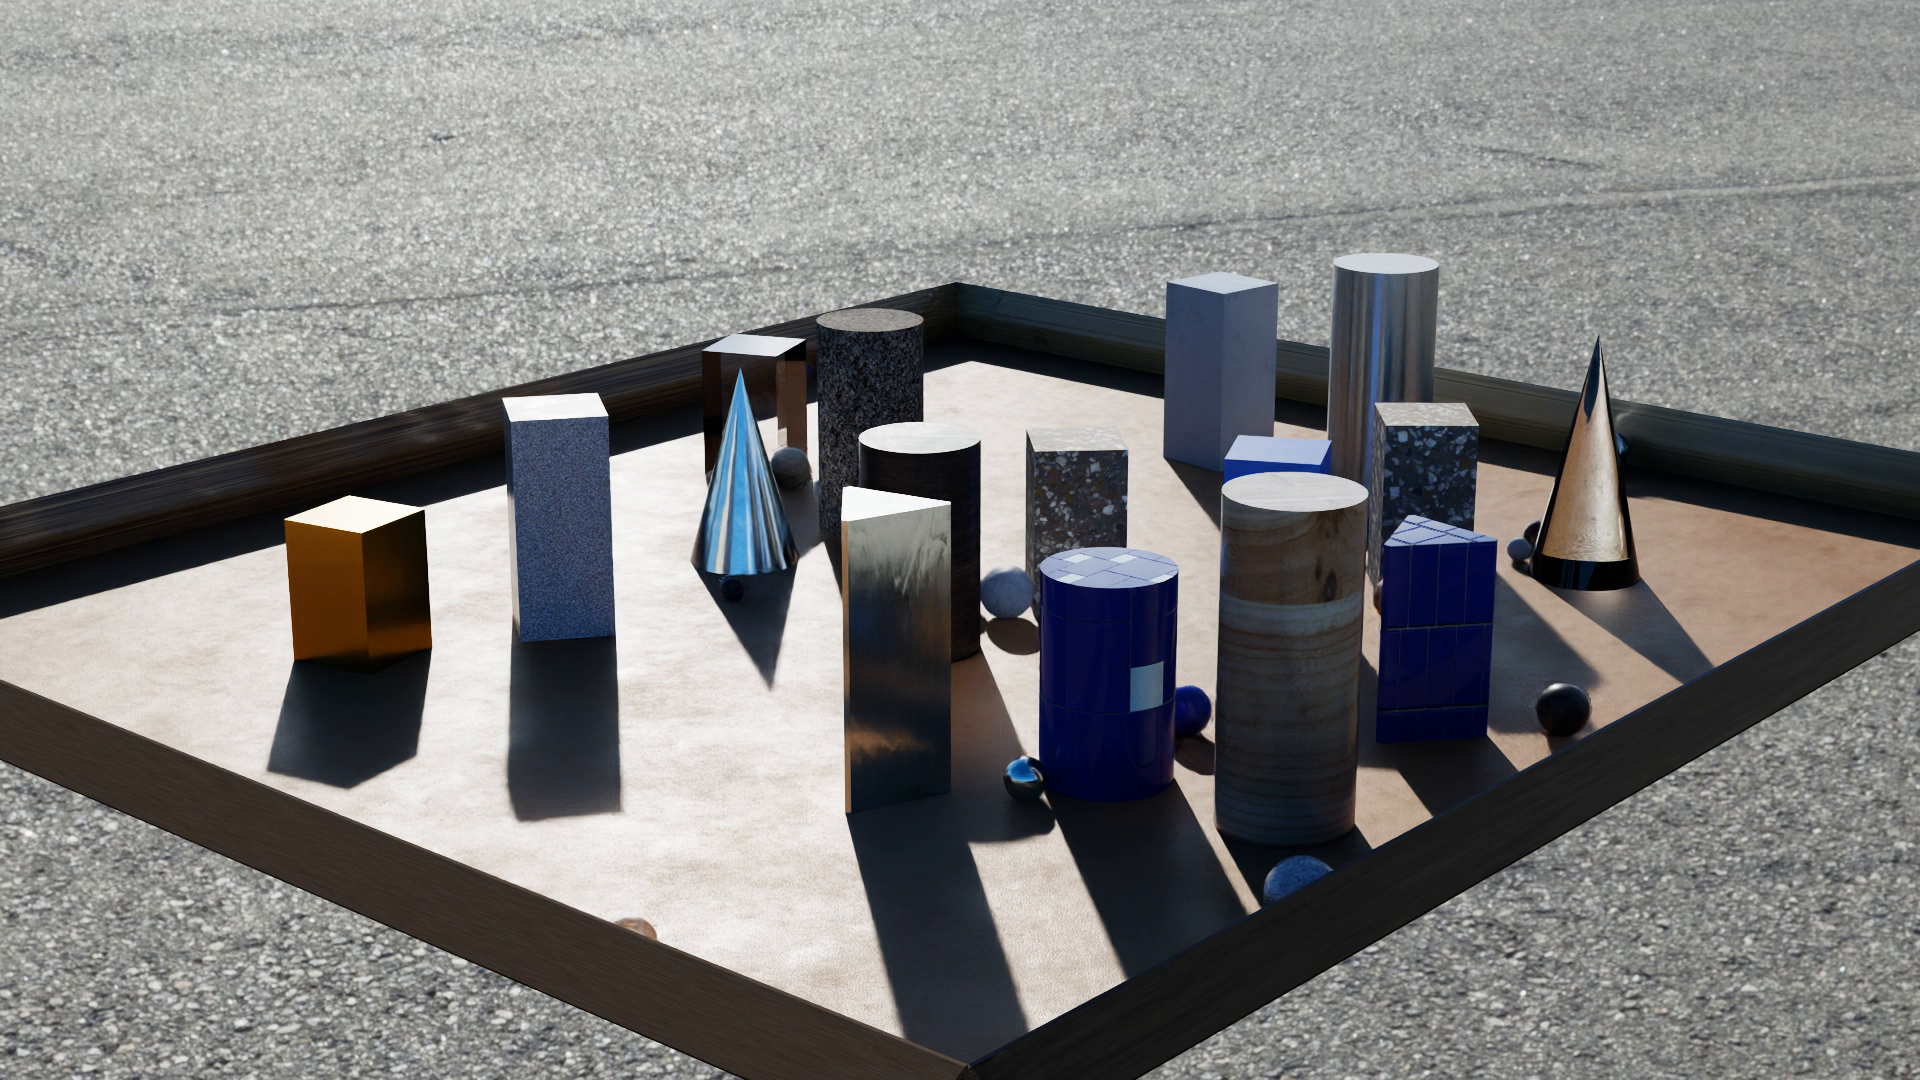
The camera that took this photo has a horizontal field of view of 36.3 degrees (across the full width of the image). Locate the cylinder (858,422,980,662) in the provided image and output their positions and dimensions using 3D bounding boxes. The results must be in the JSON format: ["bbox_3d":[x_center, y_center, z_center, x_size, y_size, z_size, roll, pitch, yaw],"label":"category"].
[{"bbox_3d":[-0.065,0.005,4.816,0.199,0.359,0.199,0,17,0],"label":"cylinder"}]

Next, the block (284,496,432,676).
[{"bbox_3d":[-0.983,0.073,4.798,0.159,0.240,0.159,9,19,28],"label":"block"}]

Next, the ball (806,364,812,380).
[{"bbox_3d":[-0.359,-0.382,6.649,0.044,0.044,0.044,0,17,0],"label":"ball"}]

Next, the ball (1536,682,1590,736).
[{"bbox_3d":[0.917,0.258,4.459,0.081,0.081,0.081,0,17,0],"label":"ball"}]

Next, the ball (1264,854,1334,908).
[{"bbox_3d":[0.440,0.455,3.772,0.099,0.099,0.099,0,17,0],"label":"ball"}]

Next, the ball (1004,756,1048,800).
[{"bbox_3d":[0.094,0.342,4.208,0.064,0.064,0.064,0,17,0],"label":"ball"}]

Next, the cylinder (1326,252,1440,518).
[{"bbox_3d":[0.806,-0.297,5.617,0.199,0.475,0.199,0,17,0],"label":"cylinder"}]

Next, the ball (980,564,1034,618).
[{"bbox_3d":[0.080,0.088,5.003,0.093,0.093,0.093,0,17,0],"label":"ball"}]

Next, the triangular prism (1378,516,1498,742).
[{"bbox_3d":[0.705,0.132,4.476,0.172,0.312,0.149,-3,17,-9],"label":"triangular prism"}]

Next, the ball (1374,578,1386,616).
[{"bbox_3d":[0.743,0.099,4.990,0.079,0.079,0.079,0,17,0],"label":"ball"}]

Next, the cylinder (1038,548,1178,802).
[{"bbox_3d":[0.214,0.193,4.255,0.199,0.322,0.199,0,17,0],"label":"cylinder"}]

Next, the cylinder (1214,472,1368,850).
[{"bbox_3d":[0.456,0.166,4.063,0.199,0.485,0.199,0,17,0],"label":"cylinder"}]

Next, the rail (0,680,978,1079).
[{"bbox_3d":[-0.998,0.364,4.019,2.708,0.129,0.045,14,22,39],"label":"rail"}]

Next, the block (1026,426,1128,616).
[{"bbox_3d":[0.200,-0.035,5.067,0.159,0.291,0.159,-1,17,-4],"label":"block"}]

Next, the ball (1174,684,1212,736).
[{"bbox_3d":[0.344,0.259,4.459,0.079,0.079,0.079,0,17,0],"label":"ball"}]

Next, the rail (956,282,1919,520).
[{"bbox_3d":[0.998,-0.299,6.220,2.708,0.129,0.045,14,22,39],"label":"rail"}]

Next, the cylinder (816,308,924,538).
[{"bbox_3d":[-0.167,-0.219,5.495,0.199,0.396,0.199,0,17,0],"label":"cylinder"}]

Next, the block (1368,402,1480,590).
[{"bbox_3d":[0.809,-0.068,5.134,0.159,0.315,0.159,0,17,1],"label":"block"}]

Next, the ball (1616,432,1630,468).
[{"bbox_3d":[1.303,-0.178,5.895,0.087,0.087,0.087,0,17,0],"label":"ball"}]

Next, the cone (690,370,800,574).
[{"bbox_3d":[-0.393,-0.138,5.292,0.199,0.358,0.199,0,17,0],"label":"cone"}]

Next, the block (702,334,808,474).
[{"bbox_3d":[-0.412,-0.269,5.905,0.159,0.255,0.159,6,18,18],"label":"block"}]

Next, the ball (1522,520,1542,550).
[{"bbox_3d":[1.062,-0.007,5.379,0.057,0.057,0.057,0,17,0],"label":"ball"}]

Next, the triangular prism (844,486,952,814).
[{"bbox_3d":[-0.124,0.150,4.206,0.172,0.433,0.149,-10,19,-30],"label":"triangular prism"}]

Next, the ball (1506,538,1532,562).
[{"bbox_3d":[1.014,0.018,5.321,0.044,0.044,0.044,0,17,0],"label":"ball"}]

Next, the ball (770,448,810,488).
[{"bbox_3d":[-0.336,-0.142,5.785,0.082,0.082,0.082,0,17,0],"label":"ball"}]

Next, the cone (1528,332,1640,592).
[{"bbox_3d":[1.117,-0.150,5.187,0.199,0.442,0.199,0,17,0],"label":"cone"}]

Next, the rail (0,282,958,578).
[{"bbox_3d":[-1.004,-0.219,5.955,0.045,0.129,3.092,14,22,39],"label":"rail"}]

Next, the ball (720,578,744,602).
[{"bbox_3d":[-0.396,0.086,5.093,0.043,0.043,0.043,0,17,0],"label":"ball"}]

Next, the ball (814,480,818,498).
[{"bbox_3d":[-0.248,-0.099,5.670,0.065,0.065,0.065,0,17,0],"label":"ball"}]

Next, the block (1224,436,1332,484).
[{"bbox_3d":[0.535,-0.009,4.966,0.159,0.299,0.159,4,17,13],"label":"block"}]

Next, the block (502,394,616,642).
[{"bbox_3d":[-0.673,-0.039,4.926,0.159,0.380,0.159,-4,17,-13],"label":"block"}]

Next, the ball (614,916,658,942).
[{"bbox_3d":[-0.410,0.504,3.664,0.068,0.068,0.068,0,17,0],"label":"ball"}]

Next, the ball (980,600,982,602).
[{"bbox_3d":[0.009,0.093,5.041,0.062,0.062,0.062,0,17,0],"label":"ball"}]

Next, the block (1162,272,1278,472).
[{"bbox_3d":[0.529,-0.344,5.964,0.159,0.366,0.159,-14,22,-40],"label":"block"}]

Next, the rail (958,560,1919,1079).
[{"bbox_3d":[1.004,0.284,4.285,0.045,0.129,3.092,14,22,39],"label":"rail"}]
